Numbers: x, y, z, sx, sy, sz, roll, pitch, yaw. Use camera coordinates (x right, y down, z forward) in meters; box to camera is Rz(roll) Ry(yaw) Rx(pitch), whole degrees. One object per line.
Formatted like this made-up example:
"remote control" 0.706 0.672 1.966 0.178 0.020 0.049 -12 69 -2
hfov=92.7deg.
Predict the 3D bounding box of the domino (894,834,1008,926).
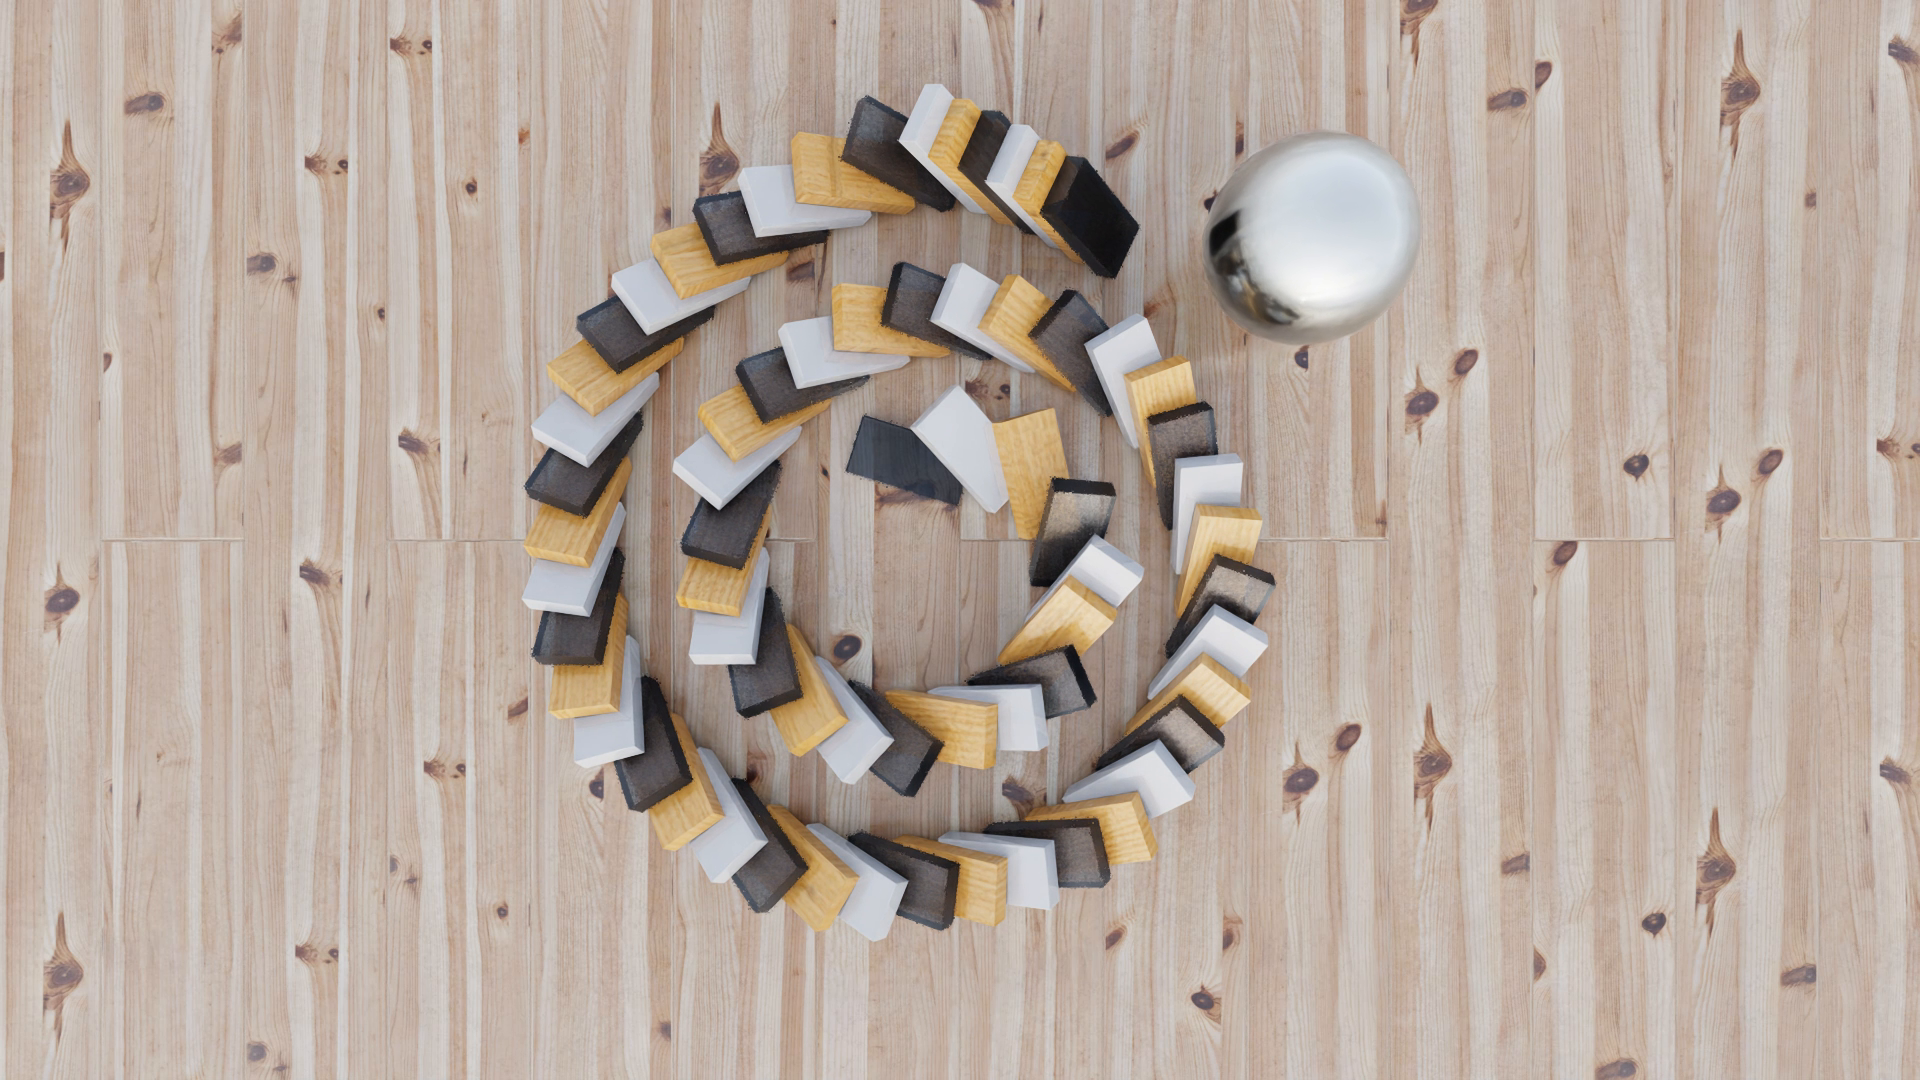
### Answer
"domino" -0.005 0.142 0.384 0.050 0.009 0.025 3 90 29

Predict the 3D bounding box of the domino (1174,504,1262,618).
"domino" 0.107 0.010 0.383 0.025 0.009 0.050 4 121 0

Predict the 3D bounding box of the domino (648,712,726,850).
"domino" -0.120 0.101 0.384 0.025 0.009 0.050 -35 61 0

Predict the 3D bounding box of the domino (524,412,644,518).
"domino" -0.157 -0.036 0.384 0.025 0.009 0.050 20 61 0

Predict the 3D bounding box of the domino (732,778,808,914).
"domino" -0.088 0.127 0.384 0.025 0.010 0.050 -47 60 0

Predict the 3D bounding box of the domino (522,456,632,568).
"domino" -0.159 -0.015 0.384 0.025 0.009 0.050 12 61 0

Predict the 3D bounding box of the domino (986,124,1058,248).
"domino" 0.033 -0.144 0.378 0.010 0.050 0.025 24 90 40

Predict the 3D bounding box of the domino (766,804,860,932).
"domino" -0.068 0.136 0.383 0.050 0.009 0.025 31 90 30

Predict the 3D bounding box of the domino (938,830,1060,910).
"domino" 0.016 0.138 0.384 0.050 0.009 0.025 -5 90 30

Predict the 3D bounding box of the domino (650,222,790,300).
"domino" -0.100 -0.121 0.384 0.050 0.010 0.025 -30 90 -29

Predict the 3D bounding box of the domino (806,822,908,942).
"domino" -0.048 0.142 0.383 0.050 0.010 0.025 22 90 30

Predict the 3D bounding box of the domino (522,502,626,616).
"domino" -0.161 0.006 0.384 0.025 0.009 0.050 8 61 0

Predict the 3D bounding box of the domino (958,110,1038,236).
"domino" 0.022 -0.150 0.378 0.009 0.050 0.025 24 90 40

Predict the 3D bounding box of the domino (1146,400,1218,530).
"domino" 0.095 -0.031 0.383 0.025 0.010 0.050 -16 120 0

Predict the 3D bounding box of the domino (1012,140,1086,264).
"domino" 0.044 -0.138 0.378 0.010 0.050 0.025 26 90 40

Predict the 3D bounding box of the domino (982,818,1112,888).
"domino" 0.036 0.131 0.383 0.050 0.010 0.025 -13 91 30

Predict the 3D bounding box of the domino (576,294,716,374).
"domino" -0.131 -0.093 0.384 0.025 0.009 0.050 48 61 0

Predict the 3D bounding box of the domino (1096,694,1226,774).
"domino" 0.083 0.089 0.384 0.025 0.009 0.050 43 120 0

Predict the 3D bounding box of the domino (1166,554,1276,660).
"domino" 0.108 0.032 0.383 0.025 0.010 0.050 20 120 0

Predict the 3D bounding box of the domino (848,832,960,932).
"domino" -0.025 0.142 0.384 0.050 0.010 0.025 7 90 30

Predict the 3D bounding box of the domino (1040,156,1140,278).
"domino" 0.054 -0.132 0.378 0.009 0.050 0.025 25 90 40

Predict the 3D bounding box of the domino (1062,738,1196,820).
"domino" 0.070 0.106 0.383 0.050 0.010 0.025 -38 90 30

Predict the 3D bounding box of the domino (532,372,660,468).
"domino" -0.151 -0.056 0.383 0.025 0.009 0.050 29 60 0

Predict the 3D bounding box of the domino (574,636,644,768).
"domino" -0.147 0.067 0.383 0.025 0.010 0.050 -15 60 0

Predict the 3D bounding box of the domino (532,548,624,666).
"domino" -0.159 0.027 0.384 0.025 0.010 0.050 0 61 0

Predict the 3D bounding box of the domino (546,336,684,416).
"domino" -0.143 -0.077 0.383 0.025 0.010 0.050 41 60 0

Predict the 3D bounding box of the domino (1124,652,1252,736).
"domino" 0.095 0.072 0.383 0.025 0.010 0.050 38 120 0

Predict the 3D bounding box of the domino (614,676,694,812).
"domino" -0.132 0.085 0.384 0.025 0.010 0.050 -32 60 0

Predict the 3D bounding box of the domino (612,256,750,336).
"domino" -0.116 -0.108 0.384 0.050 0.009 0.025 -36 90 -29

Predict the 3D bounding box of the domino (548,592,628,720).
"domino" -0.155 0.048 0.383 0.025 0.009 0.050 -7 60 1

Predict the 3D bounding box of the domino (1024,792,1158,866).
"domino" 0.054 0.123 0.383 0.050 0.009 0.025 -19 91 30

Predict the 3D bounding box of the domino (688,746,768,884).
"domino" -0.104 0.114 0.384 0.025 0.009 0.050 -43 61 0

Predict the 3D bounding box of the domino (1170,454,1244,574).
"domino" 0.103 -0.011 0.384 0.025 0.010 0.050 -5 120 0

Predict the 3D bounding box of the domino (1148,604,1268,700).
"domino" 0.103 0.053 0.383 0.025 0.009 0.050 30 120 0
